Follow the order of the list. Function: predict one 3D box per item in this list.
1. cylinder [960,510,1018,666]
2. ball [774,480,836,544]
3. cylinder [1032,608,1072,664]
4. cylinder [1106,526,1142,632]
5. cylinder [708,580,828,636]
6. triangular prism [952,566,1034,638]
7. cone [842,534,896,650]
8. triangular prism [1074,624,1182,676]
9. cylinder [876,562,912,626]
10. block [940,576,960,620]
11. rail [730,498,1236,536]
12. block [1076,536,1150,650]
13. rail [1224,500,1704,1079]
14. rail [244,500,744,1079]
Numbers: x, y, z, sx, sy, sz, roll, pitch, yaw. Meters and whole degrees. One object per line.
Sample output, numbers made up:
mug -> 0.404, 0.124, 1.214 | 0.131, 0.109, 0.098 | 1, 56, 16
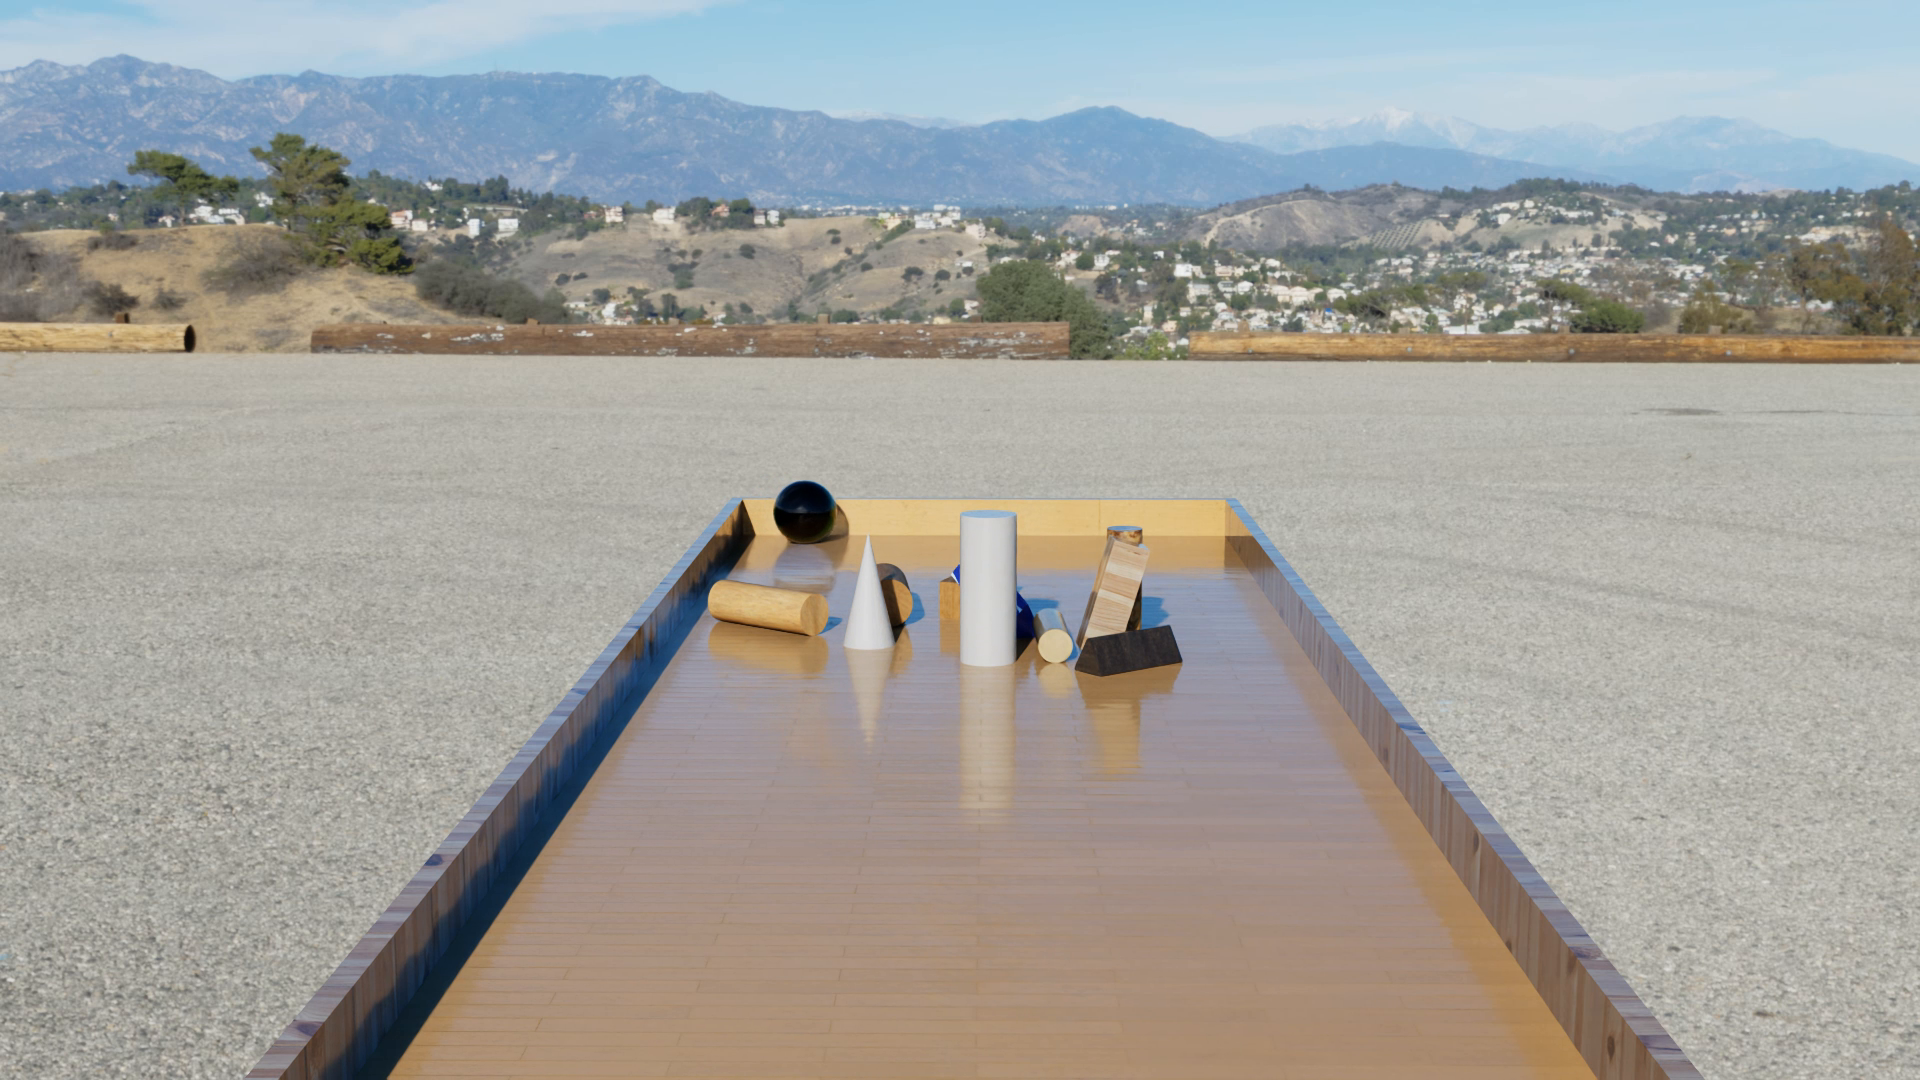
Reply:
cylinder -> 0.086, 0.144, 6.660 | 0.173, 0.451, 0.173 | 0, 9, 0
ball -> -0.628, -0.113, 8.903 | 0.258, 0.258, 0.258 | 0, 9, 0
cylinder -> 0.286, 0.294, 6.819 | 0.104, 0.104, 0.342 | 0, 9, -1
cylinder -> 0.515, 0.146, 6.902 | 0.112, 0.371, 0.112 | 0, 9, 0
cylinder -> -0.629, 0.219, 7.189 | 0.415, 0.137, 0.137 | 7, 12, 38
triangular prism -> 0.124, 0.159, 7.163 | 0.140, 0.121, 0.413 | -4, 30, -24
cone -> -0.287, 0.150, 6.910 | 0.167, 0.360, 0.167 | 0, 9, 0
triangular prism -> 0.508, 0.325, 6.603 | 0.328, 0.105, 0.121 | -7, 11, -38
cylinder -> -0.246, 0.182, 7.341 | 0.161, 0.161, 0.320 | -1, 9, -4
block -> 0.057, 0.174, 7.518 | 0.123, 0.123, 0.396 | 3, 10, 20
rail -> 0.099, -0.098, 9.147 | 2.100, 0.150, 0.050 | 0, 9, 1
block -> 0.467, 0.174, 6.732 | 0.115, 0.351, 0.115 | 16, 7, -7
rail -> 1.046, 0.843, 3.208 | 0.050, 0.150, 12.000 | 0, 9, 1
rail -> -1.004, 0.839, 3.234 | 0.050, 0.150, 12.000 | 0, 9, 1
